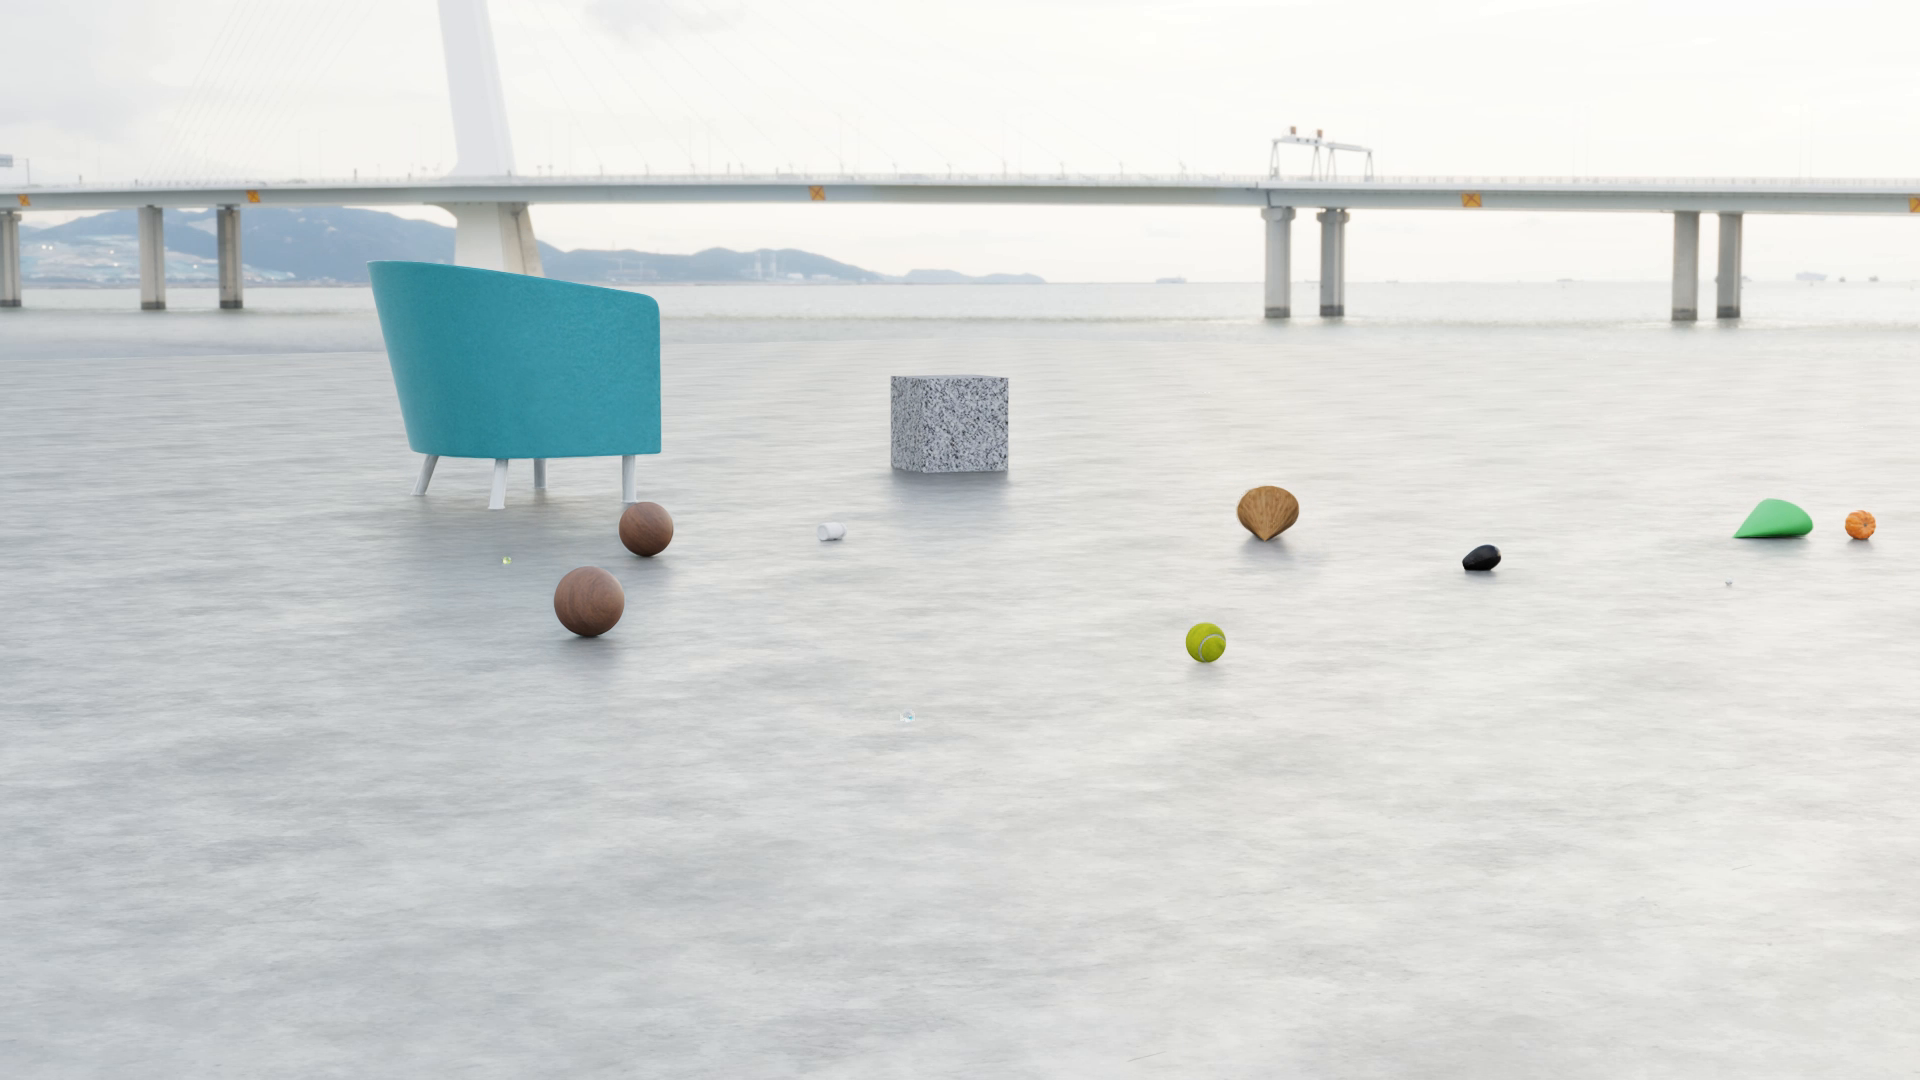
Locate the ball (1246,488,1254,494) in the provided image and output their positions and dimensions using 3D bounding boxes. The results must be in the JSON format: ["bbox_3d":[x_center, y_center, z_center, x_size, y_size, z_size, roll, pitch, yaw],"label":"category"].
[{"bbox_3d":[0.850,-0.126,7.386,0.052,0.052,0.052,0,6,0],"label":"ball"}]

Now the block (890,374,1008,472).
[{"bbox_3d":[-0.037,-0.402,8.784,0.311,0.314,0.310,-2,6,-22],"label":"block"}]

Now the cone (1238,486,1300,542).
[{"bbox_3d":[0.768,-0.036,6.432,0.163,0.149,0.130,-34,24,31],"label":"cone"}]
